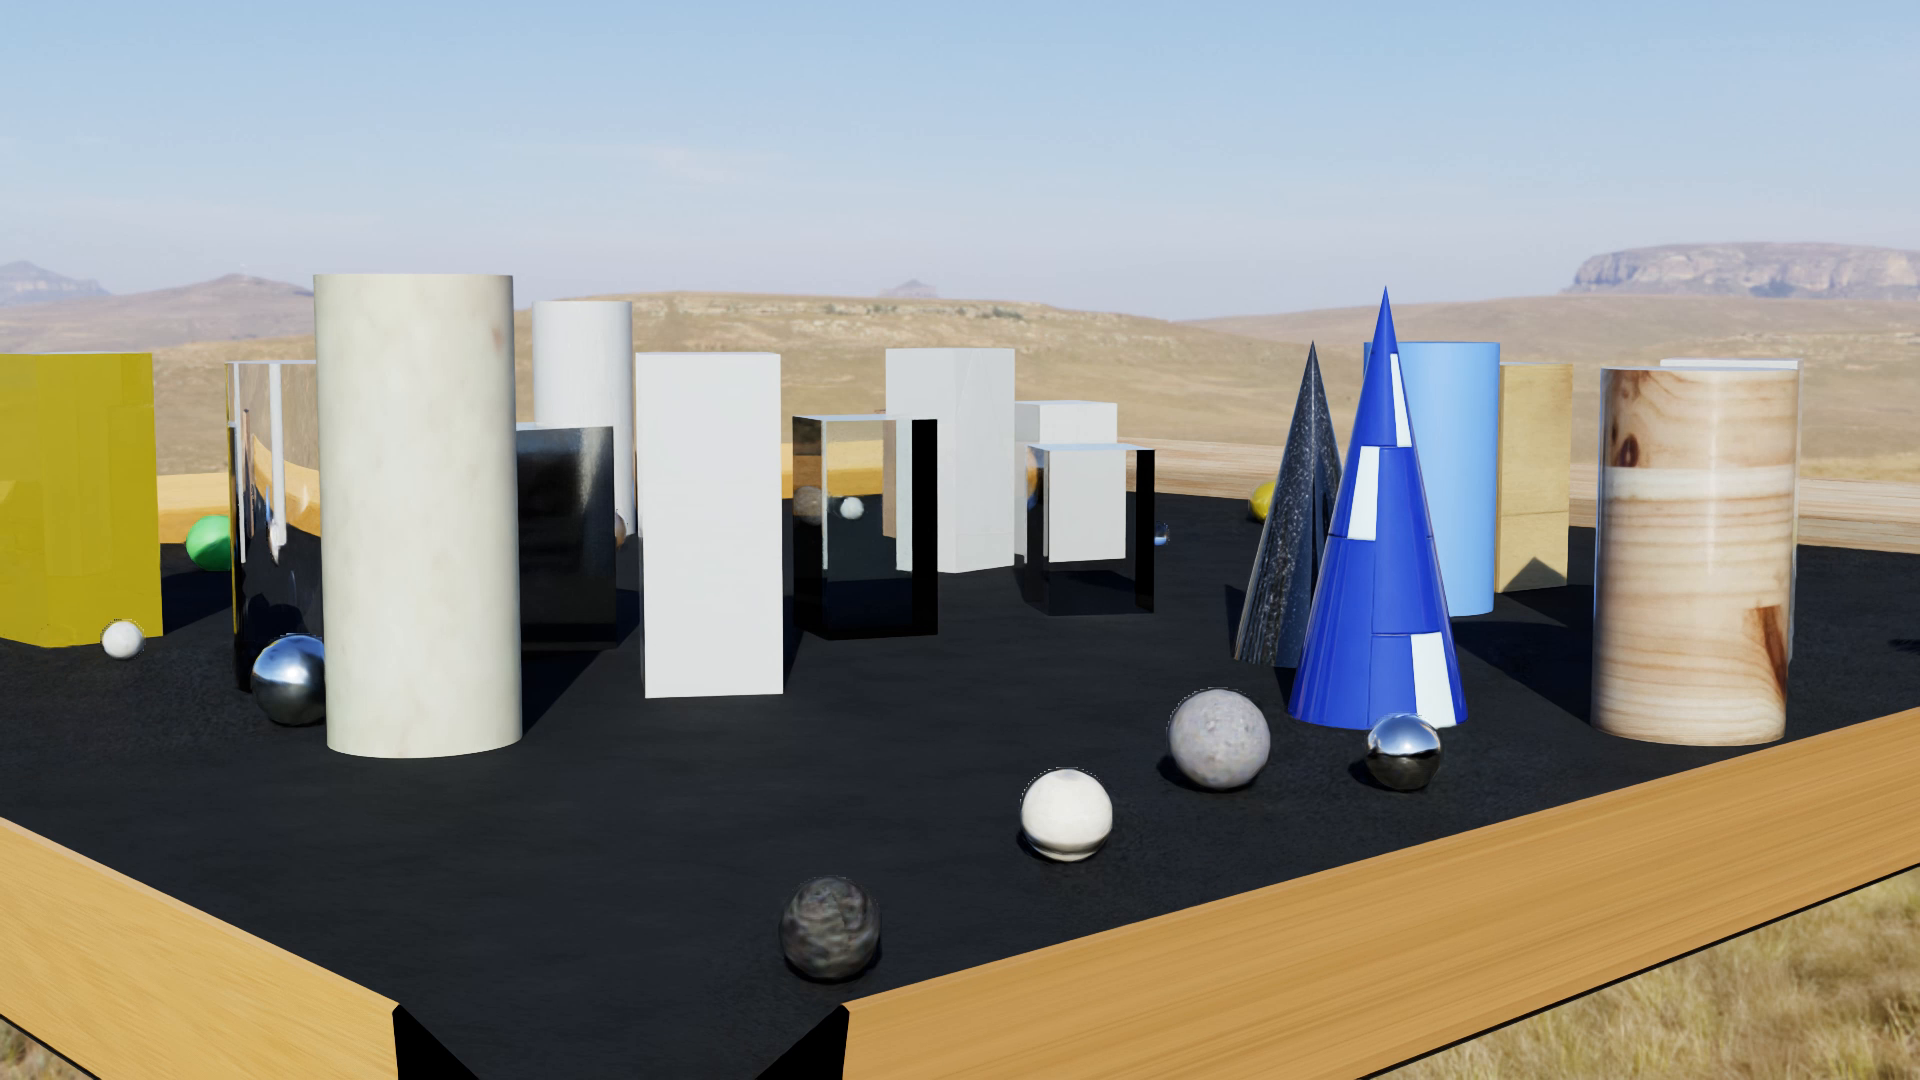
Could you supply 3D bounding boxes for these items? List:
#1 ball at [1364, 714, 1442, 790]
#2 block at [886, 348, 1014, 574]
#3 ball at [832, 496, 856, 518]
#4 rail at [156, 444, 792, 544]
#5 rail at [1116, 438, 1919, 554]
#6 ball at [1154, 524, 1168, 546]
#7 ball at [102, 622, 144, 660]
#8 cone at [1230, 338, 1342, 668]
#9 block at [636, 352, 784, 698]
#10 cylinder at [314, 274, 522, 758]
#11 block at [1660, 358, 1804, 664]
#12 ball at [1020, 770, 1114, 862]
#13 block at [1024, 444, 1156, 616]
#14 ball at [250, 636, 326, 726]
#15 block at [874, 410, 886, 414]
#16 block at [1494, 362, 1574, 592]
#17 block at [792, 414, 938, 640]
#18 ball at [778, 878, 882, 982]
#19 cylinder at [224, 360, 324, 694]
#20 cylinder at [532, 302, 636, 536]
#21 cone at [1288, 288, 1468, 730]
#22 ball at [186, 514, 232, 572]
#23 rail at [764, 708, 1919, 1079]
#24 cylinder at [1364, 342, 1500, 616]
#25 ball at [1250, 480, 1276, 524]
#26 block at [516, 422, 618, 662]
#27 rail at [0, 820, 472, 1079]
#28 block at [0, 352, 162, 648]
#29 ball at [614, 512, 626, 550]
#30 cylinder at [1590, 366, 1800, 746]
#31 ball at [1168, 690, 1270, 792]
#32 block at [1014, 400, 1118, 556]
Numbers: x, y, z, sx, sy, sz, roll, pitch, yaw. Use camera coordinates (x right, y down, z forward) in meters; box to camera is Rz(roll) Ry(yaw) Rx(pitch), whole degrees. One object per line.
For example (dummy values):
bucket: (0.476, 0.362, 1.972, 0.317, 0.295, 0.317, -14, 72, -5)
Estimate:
ball: (0.413, 0.198, 2.046, 0.071, 0.071, 0.071, 0, 6, 0)
block: (-0.017, -0.144, 3.837, 0.159, 0.379, 0.159, 5, 8, 40)
ball: (-0.248, -0.071, 4.726, 0.050, 0.050, 0.050, 0, 6, 0)
rail: (-1.126, -0.093, 4.546, 3.551, 0.129, 0.045, -5, 8, -42)
rail: (1.287, -0.090, 4.513, 0.045, 0.129, 3.369, -5, 8, -42)
ball: (0.373, -0.009, 4.167, 0.043, 0.043, 0.043, 0, 6, 0)
ball: (-1.070, 0.129, 2.813, 0.049, 0.049, 0.049, 0, 6, 0)
cone: (0.450, -0.053, 2.823, 0.199, 0.409, 0.199, 0, 6, 0)
block: (-0.299, -0.024, 2.610, 0.159, 0.394, 0.159, -1, 6, -10)
cylinder: (-0.557, -0.031, 2.270, 0.199, 0.480, 0.199, 0, 6, 0)
block: (0.973, -0.037, 2.787, 0.159, 0.384, 0.159, 3, 6, 24)
ball: (0.087, 0.223, 1.782, 0.075, 0.075, 0.075, 0, 6, 0)
block: (0.192, -0.018, 3.295, 0.159, 0.242, 0.159, -1, 6, -11)
ball: (-0.713, 0.151, 2.367, 0.097, 0.097, 0.097, 0, 6, 0)
block: (-0.067, -0.134, 4.379, 0.159, 0.247, 0.159, -3, 7, -25)
block: (0.876, -0.107, 3.576, 0.159, 0.360, 0.159, -4, 7, -34)
block: (-0.133, -0.022, 3.062, 0.159, 0.297, 0.159, -2, 6, -21)
ball: (-0.087, 0.260, 1.464, 0.068, 0.068, 0.068, 0, 6, 0)
cylinder: (-0.767, -0.020, 2.626, 0.199, 0.384, 0.199, 0, 6, 0)
cylinder: (-0.752, -0.245, 4.399, 0.199, 0.463, 0.199, 0, 6, 0)
cone: (0.463, -0.043, 2.413, 0.199, 0.474, 0.199, 0, 6, 0)
ball: (-1.269, 0.006, 3.753, 0.099, 0.099, 0.099, 0, 6, 0)
rail: (1.126, 0.160, 2.118, 3.551, 0.129, 0.045, -5, 8, -42)
cylinder: (0.701, -0.096, 3.292, 0.199, 0.397, 0.199, 0, 6, 0)
ball: (0.650, -0.077, 4.581, 0.093, 0.093, 0.093, 0, 6, 0)
block: (-0.566, -0.003, 2.893, 0.159, 0.294, 0.159, 6, 8, 43)
rail: (-1.287, 0.157, 2.150, 0.045, 0.129, 3.369, -5, 8, -42)
block: (-1.208, -0.061, 2.999, 0.159, 0.388, 0.159, 6, 8, 43)
ball: (-0.653, -0.015, 4.015, 0.086, 0.086, 0.086, 0, 6, 0)
cylinder: (0.778, 0.010, 2.336, 0.199, 0.384, 0.199, 0, 6, 0)
ball: (0.241, 0.186, 2.043, 0.095, 0.095, 0.095, 0, 6, 0)
block: (0.180, -0.115, 4.054, 0.159, 0.277, 0.159, -3, 7, -26)
